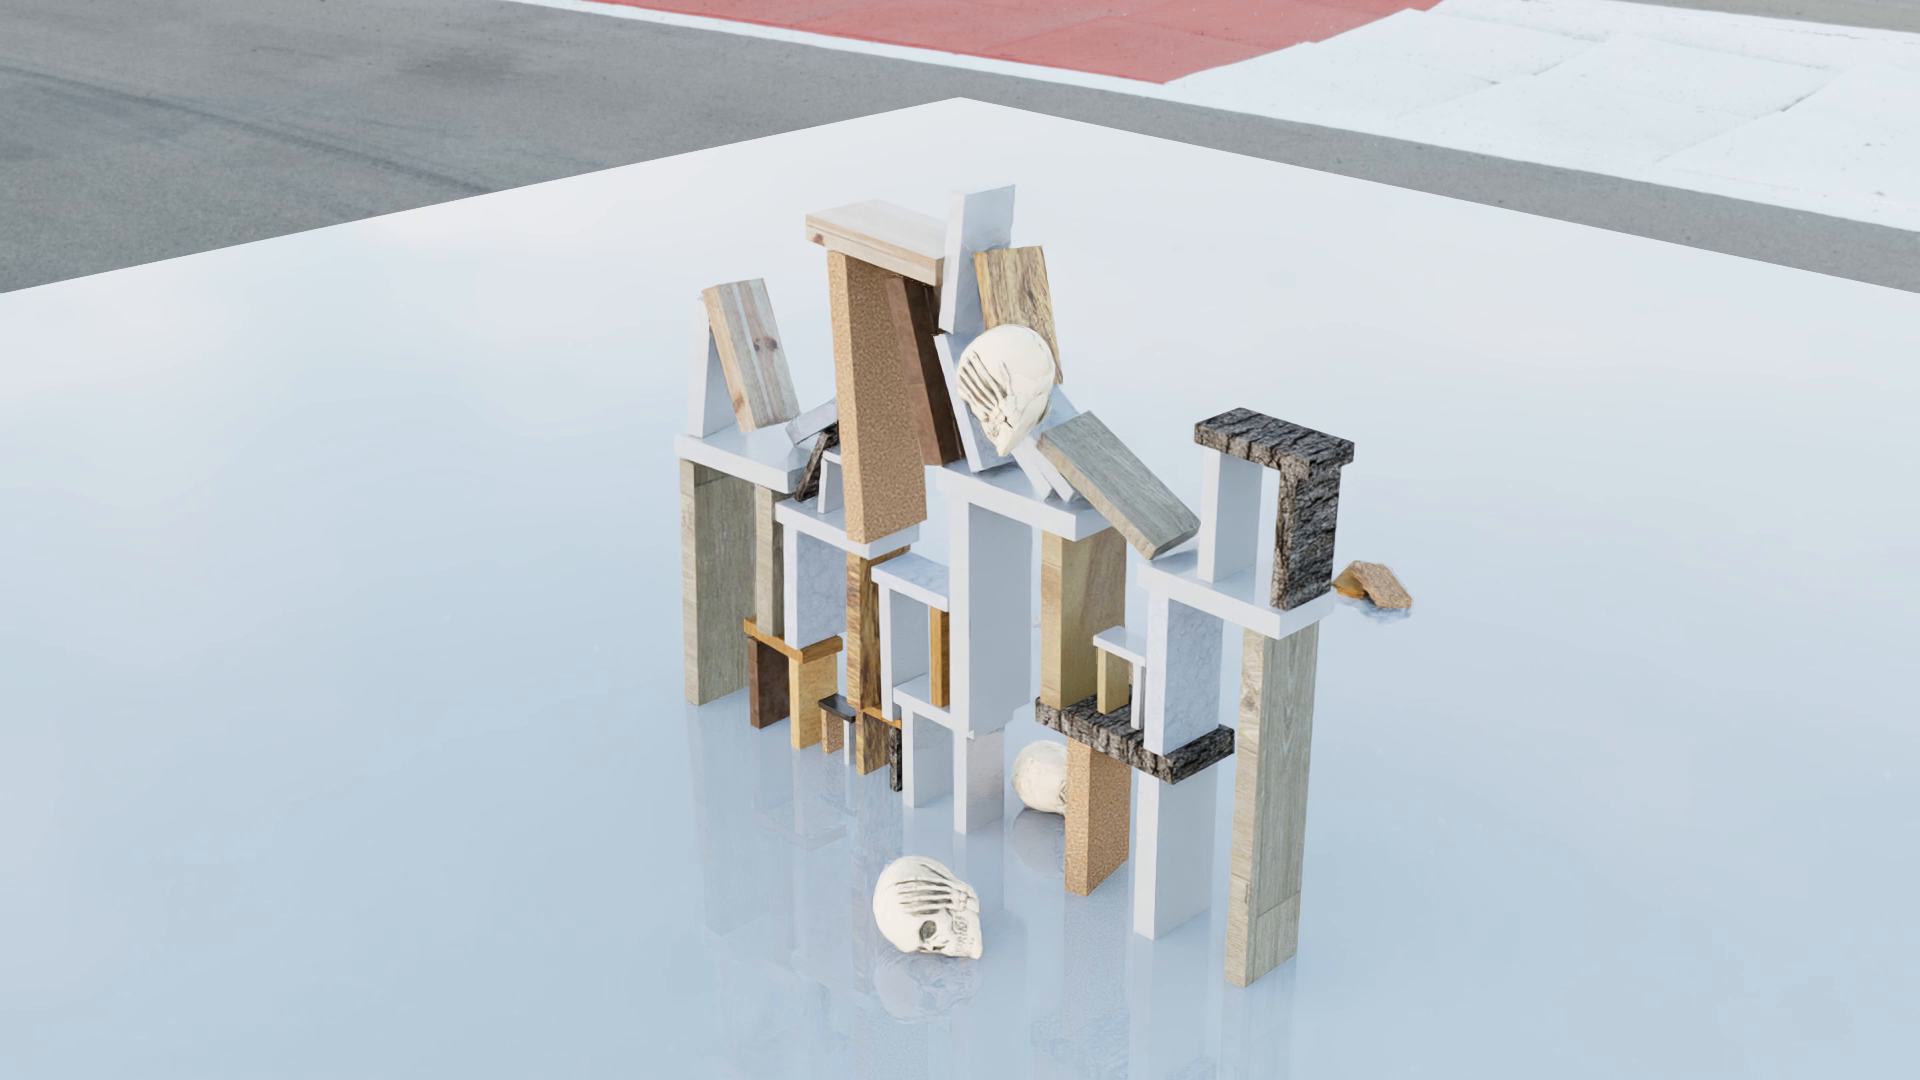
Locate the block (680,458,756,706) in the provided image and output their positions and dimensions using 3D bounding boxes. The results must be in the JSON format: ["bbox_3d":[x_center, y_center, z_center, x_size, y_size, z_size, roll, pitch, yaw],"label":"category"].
[{"bbox_3d":[-0.529,0.074,4.837,0.171,0.583,0.048,-21,33,-41],"label":"block"}]

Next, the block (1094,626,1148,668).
[{"bbox_3d":[0.310,0.192,3.966,0.065,0.018,0.130,-20,31,-39],"label":"block"}]

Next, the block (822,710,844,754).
[{"bbox_3d":[-0.269,0.400,4.683,0.015,0.105,0.053,21,31,41],"label":"block"}]

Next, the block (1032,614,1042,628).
[{"bbox_3d":[0.226,0.180,4.944,0.131,0.065,0.018,17,39,-54],"label":"block"}]

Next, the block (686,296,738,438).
[{"bbox_3d":[-0.506,-0.381,4.645,0.043,0.303,0.152,21,29,25],"label":"block"}]

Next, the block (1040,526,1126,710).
[{"bbox_3d":[0.228,0.122,4.041,0.174,0.348,0.049,-21,30,-40],"label":"block"}]

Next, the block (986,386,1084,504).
[{"bbox_3d":[0.171,-0.188,3.951,0.126,0.036,0.252,-21,64,-36],"label":"block"}]

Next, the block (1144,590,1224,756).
[{"bbox_3d":[0.396,0.213,3.878,0.154,0.308,0.044,-21,31,-40],"label":"block"}]

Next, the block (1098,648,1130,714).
[{"bbox_3d":[0.281,0.248,4.024,0.065,0.130,0.018,-21,29,-40],"label":"block"}]

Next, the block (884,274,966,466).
[{"bbox_3d":[-0.023,-0.333,4.110,0.177,0.355,0.050,-21,14,-40],"label":"block"}]

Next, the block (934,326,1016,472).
[{"bbox_3d":[0.048,-0.265,4.062,0.130,0.259,0.037,-17,3,-34],"label":"block"}]

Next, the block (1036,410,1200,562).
[{"bbox_3d":[0.279,-0.098,3.863,0.126,0.036,0.298,-27,64,-37],"label":"block"}]

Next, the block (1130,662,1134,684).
[{"bbox_3d":[0.415,0.304,5.014,0.171,0.024,0.085,-8,24,-18],"label":"block"}]

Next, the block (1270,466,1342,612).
[{"bbox_3d":[0.566,-0.012,3.599,0.119,0.238,0.034,-20,31,-39],"label":"block"}]

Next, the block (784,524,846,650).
[{"bbox_3d":[-0.301,0.079,4.598,0.139,0.278,0.039,-20,32,-40],"label":"block"}]

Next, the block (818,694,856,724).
[{"bbox_3d":[-0.245,0.354,4.637,0.105,0.015,0.053,21,31,41],"label":"block"}]

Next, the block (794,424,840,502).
[{"bbox_3d":[-0.280,-0.159,4.457,0.065,0.202,0.018,-26,64,-41],"label":"block"}]

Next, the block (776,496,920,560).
[{"bbox_3d":[-0.229,-0.037,4.464,0.278,0.039,0.139,22,31,40],"label":"block"}]

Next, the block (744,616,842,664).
[{"bbox_3d":[-0.357,0.202,4.704,0.106,0.030,0.212,-18,29,-37],"label":"block"}]

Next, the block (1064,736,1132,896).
[{"bbox_3d":[0.264,0.488,4.178,0.048,0.338,0.169,14,27,30],"label":"block"}]

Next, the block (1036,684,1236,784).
[{"bbox_3d":[0.318,0.340,4.034,0.169,0.048,0.337,-21,31,-40],"label":"block"}]

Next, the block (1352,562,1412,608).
[{"bbox_3d":[1.040,0.111,5.421,0.086,0.024,0.171,2,30,-18],"label":"block"}]

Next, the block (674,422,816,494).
[{"bbox_3d":[-0.422,-0.184,4.635,0.341,0.048,0.171,19,29,38],"label":"block"}]

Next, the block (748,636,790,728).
[{"bbox_3d":[-0.409,0.296,4.792,0.030,0.212,0.106,21,31,40],"label":"block"}]

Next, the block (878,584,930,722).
[{"bbox_3d":[-0.111,0.213,4.438,0.030,0.297,0.107,21,30,41],"label":"block"}]

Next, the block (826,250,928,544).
[{"bbox_3d":[-0.158,-0.292,4.273,0.050,0.579,0.177,15,27,41],"label":"block"}]

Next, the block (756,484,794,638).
[{"bbox_3d":[-0.351,0.020,4.655,0.048,0.341,0.171,22,31,38],"label":"block"}]

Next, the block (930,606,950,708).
[{"bbox_3d":[-0.010,0.213,4.330,0.030,0.213,0.107,20,30,41],"label":"block"}]

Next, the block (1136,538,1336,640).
[{"bbox_3d":[0.468,0.080,3.742,0.154,0.044,0.308,-21,31,-40],"label":"block"}]

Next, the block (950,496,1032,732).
[{"bbox_3d":[0.060,0.119,4.214,0.049,0.478,0.174,21,31,41],"label":"block"}]

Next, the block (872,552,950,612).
[{"bbox_3d":[-0.062,0.082,4.328,0.107,0.030,0.213,-21,31,-41],"label":"block"}]

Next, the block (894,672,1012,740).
[{"bbox_3d":[-0.015,0.327,4.377,0.224,0.032,0.112,21,31,40],"label":"block"}]

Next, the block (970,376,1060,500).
[{"bbox_3d":[0.142,-0.196,3.993,0.130,0.037,0.259,-17,62,-34],"label":"block"}]

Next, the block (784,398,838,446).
[{"bbox_3d":[-0.271,-0.253,4.464,0.152,0.043,0.303,-29,4,-7],"label":"block"}]

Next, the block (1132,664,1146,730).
[{"bbox_3d":[0.339,0.272,3.966,0.065,0.130,0.018,-20,31,-39],"label":"block"}]

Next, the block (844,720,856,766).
[{"bbox_3d":[-0.220,0.419,4.638,0.015,0.105,0.053,21,31,41],"label":"block"}]

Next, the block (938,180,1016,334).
[{"bbox_3d":[0.031,-0.511,3.965,0.130,0.259,0.037,-20,35,-41],"label":"block"}]

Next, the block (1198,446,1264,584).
[{"bbox_3d":[0.457,-0.057,3.704,0.119,0.238,0.034,-21,31,-40],"label":"block"}]

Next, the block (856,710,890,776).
[{"bbox_3d":[-0.182,0.410,4.602,0.021,0.151,0.076,21,31,41],"label":"block"}]

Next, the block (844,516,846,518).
[{"bbox_3d":[-0.189,-0.091,4.393,0.059,0.119,0.017,-23,55,-42],"label":"block"}]

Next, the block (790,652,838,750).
[{"bbox_3d":[-0.312,0.334,4.702,0.106,0.211,0.030,-18,29,-37],"label":"block"}]

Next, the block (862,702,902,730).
[{"bbox_3d":[-0.146,0.344,4.535,0.151,0.021,0.076,21,31,40],"label":"block"}]

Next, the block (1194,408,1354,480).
[{"bbox_3d":[0.512,-0.159,3.598,0.119,0.034,0.238,-21,30,-40],"label":"block"}]

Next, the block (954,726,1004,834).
[{"bbox_3d":[0.039,0.464,4.379,0.032,0.224,0.112,20,30,39],"label":"block"}]

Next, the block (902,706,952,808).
[{"bbox_3d":[-0.066,0.424,4.475,0.032,0.224,0.112,21,31,41],"label":"block"}]

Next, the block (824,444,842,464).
[{"bbox_3d":[-0.210,-0.163,4.387,0.119,0.017,0.059,21,31,37],"label":"block"}]

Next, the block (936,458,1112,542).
[{"bbox_3d":[0.141,-0.092,4.037,0.174,0.049,0.348,-21,31,-40],"label":"block"}]

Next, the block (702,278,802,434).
[{"bbox_3d":[-0.430,-0.383,4.548,0.043,0.303,0.152,-13,4,36],"label":"block"}]

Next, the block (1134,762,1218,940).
[{"bbox_3d":[0.396,0.549,4.034,0.169,0.337,0.048,-21,31,-41],"label":"block"}]

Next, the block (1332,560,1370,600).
[{"bbox_3d":[0.997,0.099,5.496,0.086,0.024,0.171,12,26,27],"label":"block"}]

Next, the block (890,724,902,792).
[{"bbox_3d":[-0.111,0.438,4.536,0.076,0.151,0.021,-21,31,-41],"label":"block"}]

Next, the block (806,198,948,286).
[{"bbox_3d":[-0.104,-0.559,4.103,0.177,0.050,0.355,-21,33,-40],"label":"block"}]

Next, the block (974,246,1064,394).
[{"bbox_3d":[0.106,-0.397,3.949,0.126,0.252,0.036,-10,2,-31],"label":"block"}]

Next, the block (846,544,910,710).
[{"bbox_3d":[-0.166,0.166,4.483,0.039,0.347,0.139,23,32,40],"label":"block"}]

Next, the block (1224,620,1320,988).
[{"bbox_3d":[0.541,0.447,3.820,0.044,0.693,0.154,21,31,41],"label":"block"}]

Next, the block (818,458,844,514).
[{"bbox_3d":[-0.257,-0.116,4.445,0.017,0.119,0.059,27,34,34],"label":"block"}]
